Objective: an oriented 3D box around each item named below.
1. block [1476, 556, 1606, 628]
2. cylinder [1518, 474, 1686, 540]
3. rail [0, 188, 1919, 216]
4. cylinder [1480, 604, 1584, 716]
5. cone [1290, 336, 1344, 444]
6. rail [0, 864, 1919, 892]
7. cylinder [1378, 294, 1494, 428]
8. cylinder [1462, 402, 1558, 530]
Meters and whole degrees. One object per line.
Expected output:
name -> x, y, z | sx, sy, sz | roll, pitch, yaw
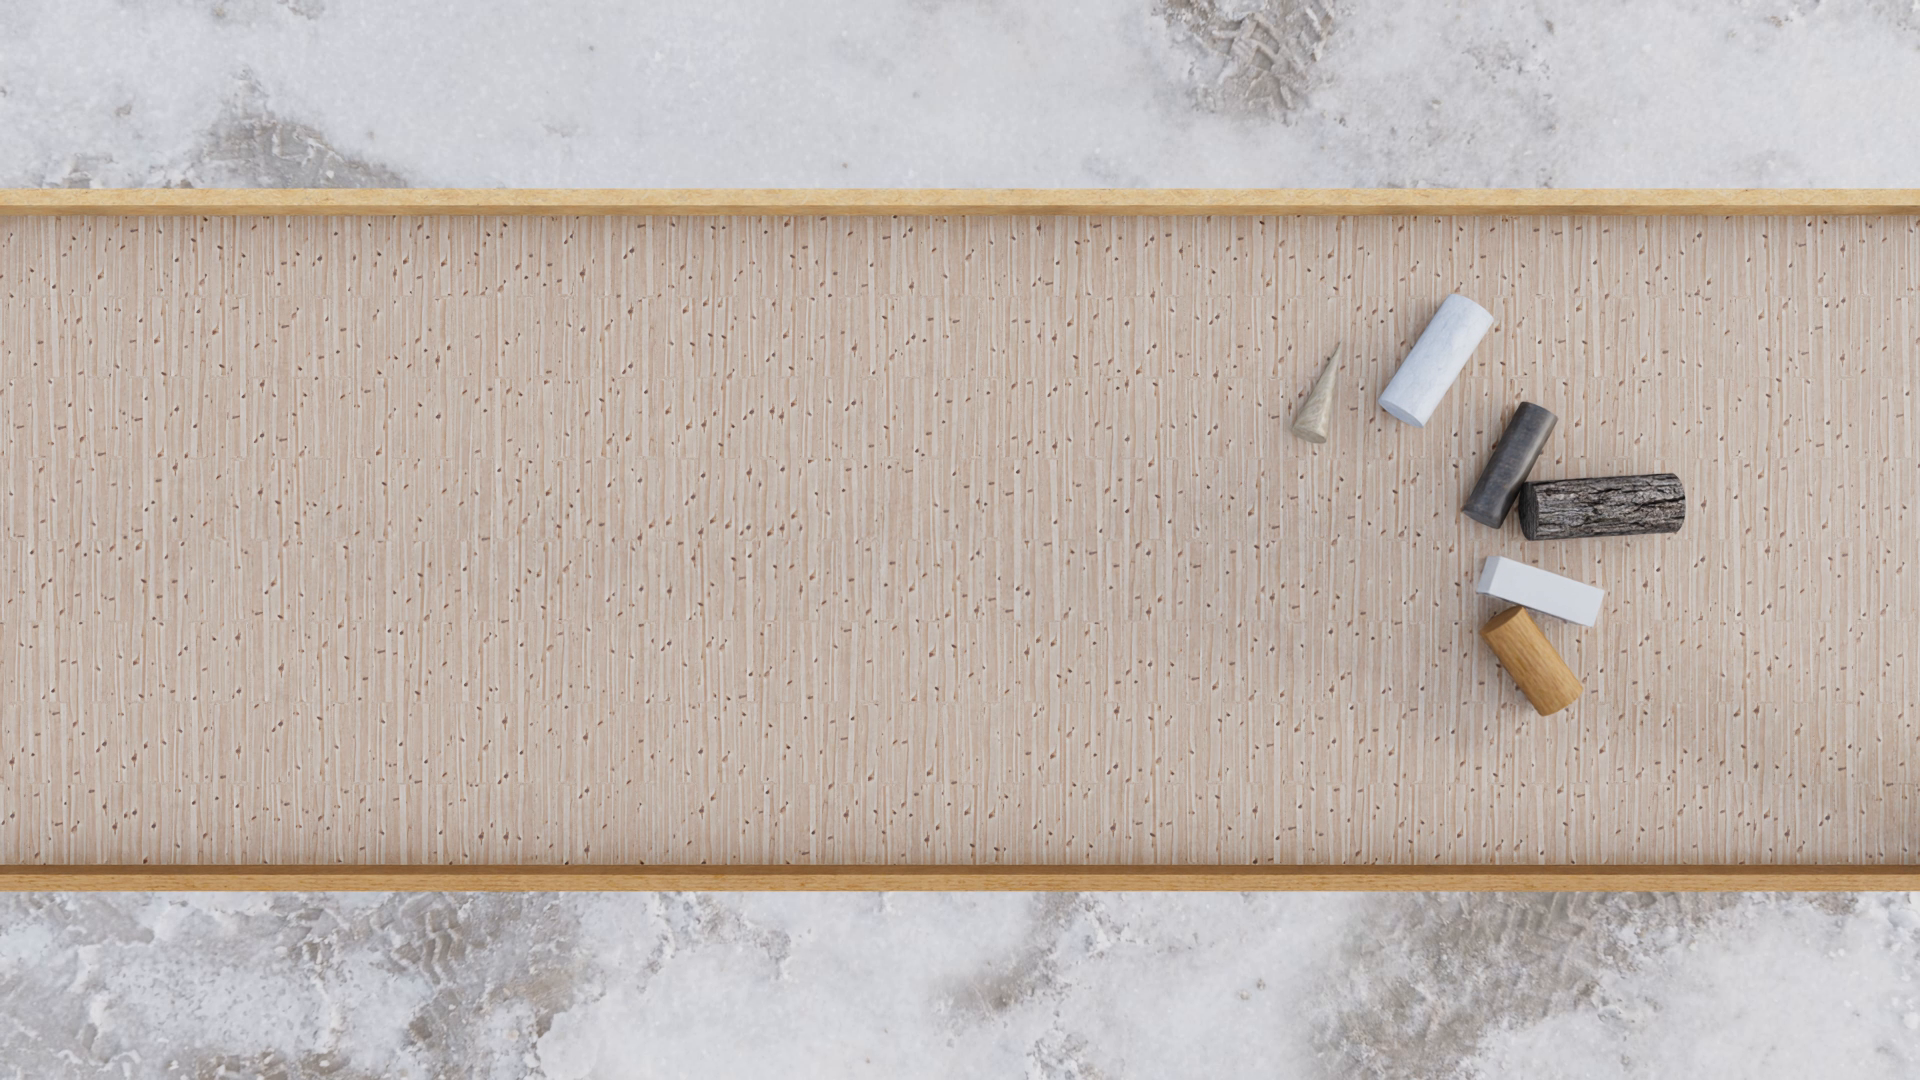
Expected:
block -> 1.765, 0.156, 5.018 | 0.332, 0.117, 0.117 | 18, 90, 0
cylinder -> 1.937, -0.100, 4.986 | 0.436, 0.180, 0.180 | -3, 90, 0
rail -> -2.247, -1.025, 5.002 | 12.000, 0.150, 0.050 | 0, 90, 0
cylinder -> 1.731, 0.365, 5.001 | 0.152, 0.152, 0.309 | -36, 90, 0
cone -> 1.121, -0.472, 5.048 | 0.113, 0.113, 0.336 | 21, 80, 0
rail -> -2.247, 1.025, 5.001 | 12.000, 0.150, 0.050 | 0, 90, 0
cylinder -> 1.442, -0.542, 4.999 | 0.156, 0.156, 0.384 | 34, 90, 0
cylinder -> 1.673, -0.227, 5.016 | 0.122, 0.122, 0.376 | 28, 90, 0
